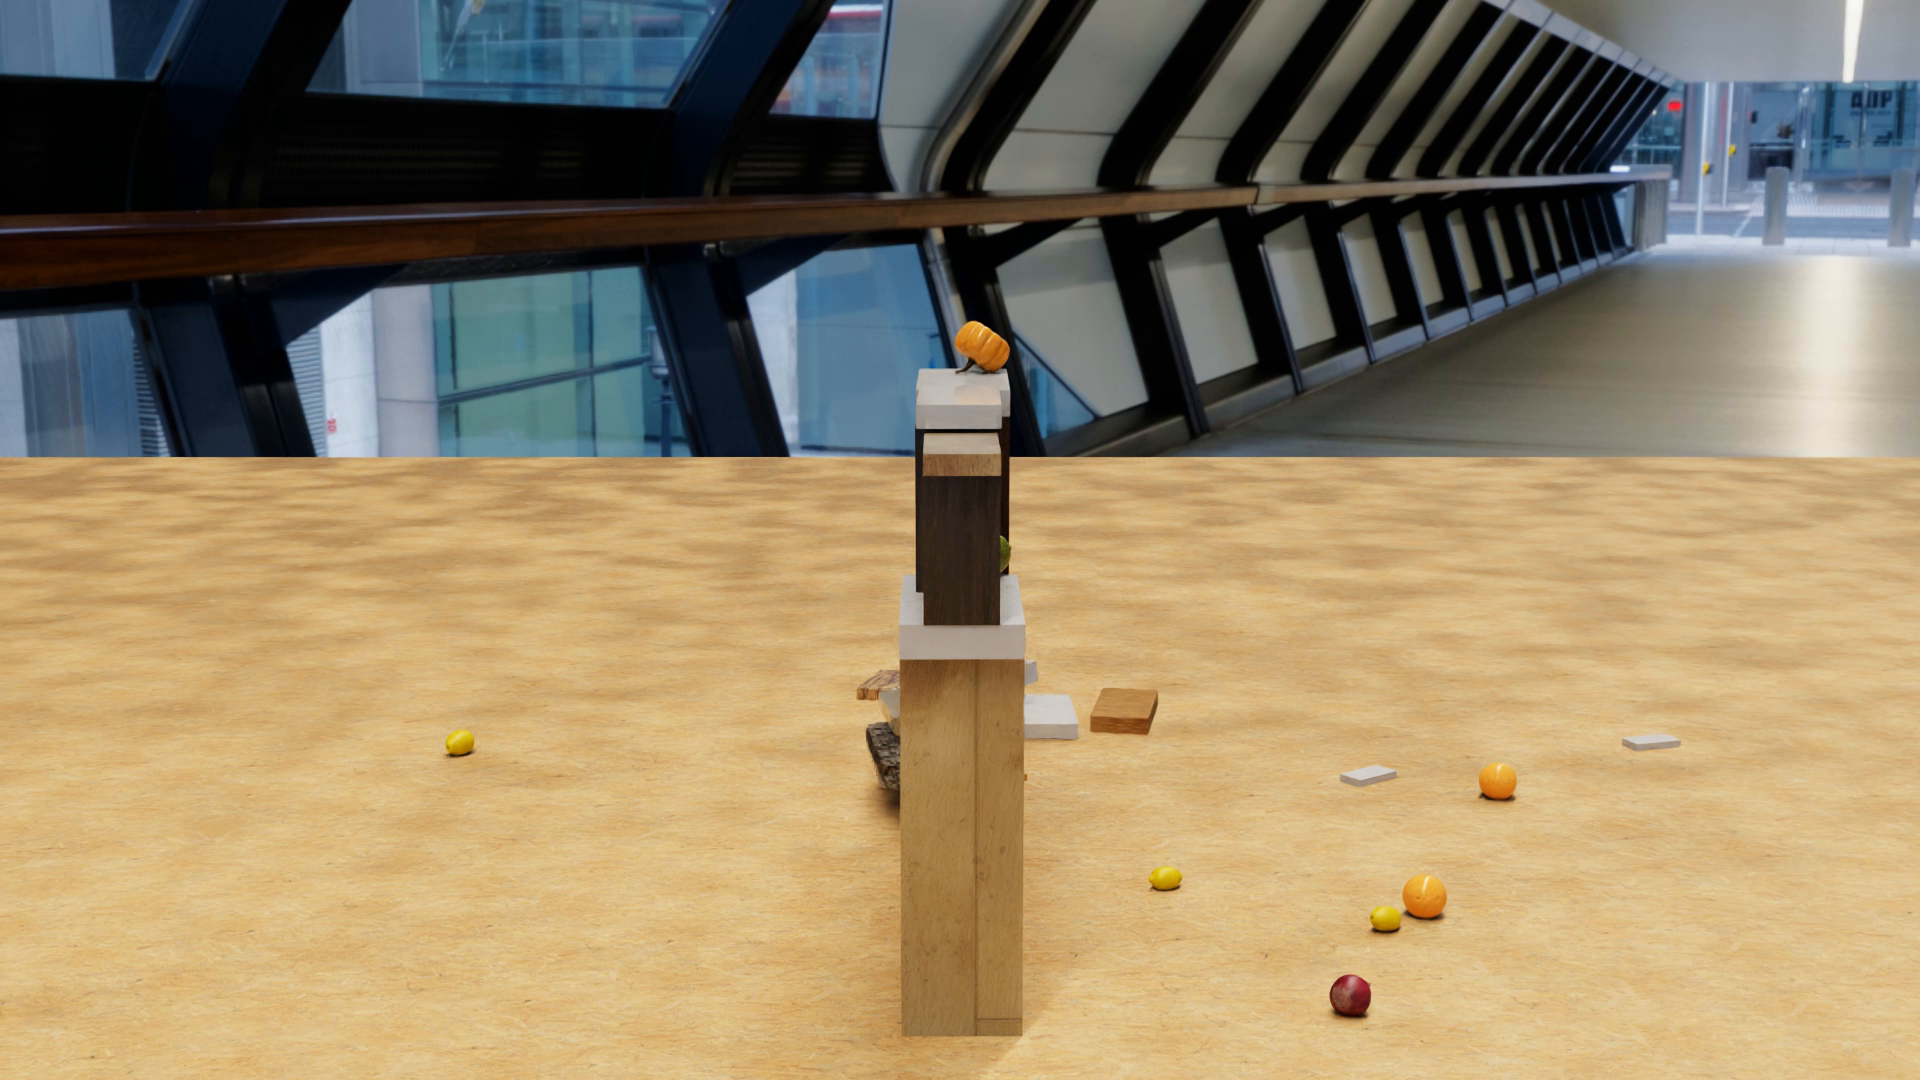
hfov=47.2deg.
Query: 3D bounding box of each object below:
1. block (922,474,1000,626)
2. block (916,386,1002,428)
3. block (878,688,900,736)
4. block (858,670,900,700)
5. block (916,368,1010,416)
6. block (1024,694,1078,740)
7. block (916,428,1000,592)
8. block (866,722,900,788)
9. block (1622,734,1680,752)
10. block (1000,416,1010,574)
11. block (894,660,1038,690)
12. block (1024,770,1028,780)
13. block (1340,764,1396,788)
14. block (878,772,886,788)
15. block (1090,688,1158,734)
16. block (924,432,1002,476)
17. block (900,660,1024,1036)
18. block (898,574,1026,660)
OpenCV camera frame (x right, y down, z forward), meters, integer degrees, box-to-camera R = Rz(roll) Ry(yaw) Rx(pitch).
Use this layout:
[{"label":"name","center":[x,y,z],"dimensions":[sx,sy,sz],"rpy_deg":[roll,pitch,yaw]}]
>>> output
[{"label":"block","center":[0.002,0.011,2.940],"dimensions":[0.103,0.205,0.029],"rpy_deg":[0,11,0]},{"label":"block","center":[-0.001,-0.194,3.202],"dimensions":[0.120,0.034,0.239],"rpy_deg":[0,11,0]},{"label":"block","center":[-0.082,0.326,4.251],"dimensions":[0.123,0.035,0.400],"rpy_deg":[-7,4,-6]},{"label":"block","center":[-0.163,0.330,4.996],"dimensions":[0.091,0.026,0.183],"rpy_deg":[3,11,14]},{"label":"block","center":[0.005,-0.234,3.467],"dimensions":[0.143,0.041,0.286],"rpy_deg":[0,11,0]},{"label":"block","center":[0.183,0.379,4.709],"dimensions":[0.123,0.035,0.247],"rpy_deg":[0,11,-1]},{"label":"block","center":[-0.004,-0.046,3.149],"dimensions":[0.120,0.239,0.034],"rpy_deg":[0,11,0]},{"label":"block","center":[-0.078,0.392,4.103],"dimensions":[0.160,0.045,0.319],"rpy_deg":[-6,9,-7]},{"label":"block","center":[1.430,0.419,4.550],"dimensions":[0.105,0.015,0.053],"rpy_deg":[-3,11,-18]},{"label":"block","center":[0.005,-0.055,3.405],"dimensions":[0.143,0.286,0.041],"rpy_deg":[0,11,1]},{"label":"block","center":[0.014,0.308,4.665],"dimensions":[0.160,0.045,0.319],"rpy_deg":[0,9,33]},{"label":"block","center":[0.103,0.457,4.347],"dimensions":[0.045,0.013,0.091],"rpy_deg":[-1,11,-8]},{"label":"block","center":[0.801,0.463,4.313],"dimensions":[0.105,0.015,0.053],"rpy_deg":[-8,13,-37]},{"label":"block","center":[-0.021,0.391,4.409],"dimensions":[0.160,0.045,0.625],"rpy_deg":[-3,8,11]},{"label":"block","center":[0.357,0.369,4.761],"dimensions":[0.123,0.035,0.247],"rpy_deg":[2,11,10]},{"label":"block","center":[0.002,-0.117,2.986],"dimensions":[0.103,0.029,0.205],"rpy_deg":[0,11,0]},{"label":"block","center":[0.003,0.422,3.064],"dimensions":[0.170,0.552,0.048],"rpy_deg":[0,11,0]},{"label":"block","center":[0.002,0.106,3.121],"dimensions":[0.170,0.048,0.340],"rpy_deg":[0,11,0]}]
